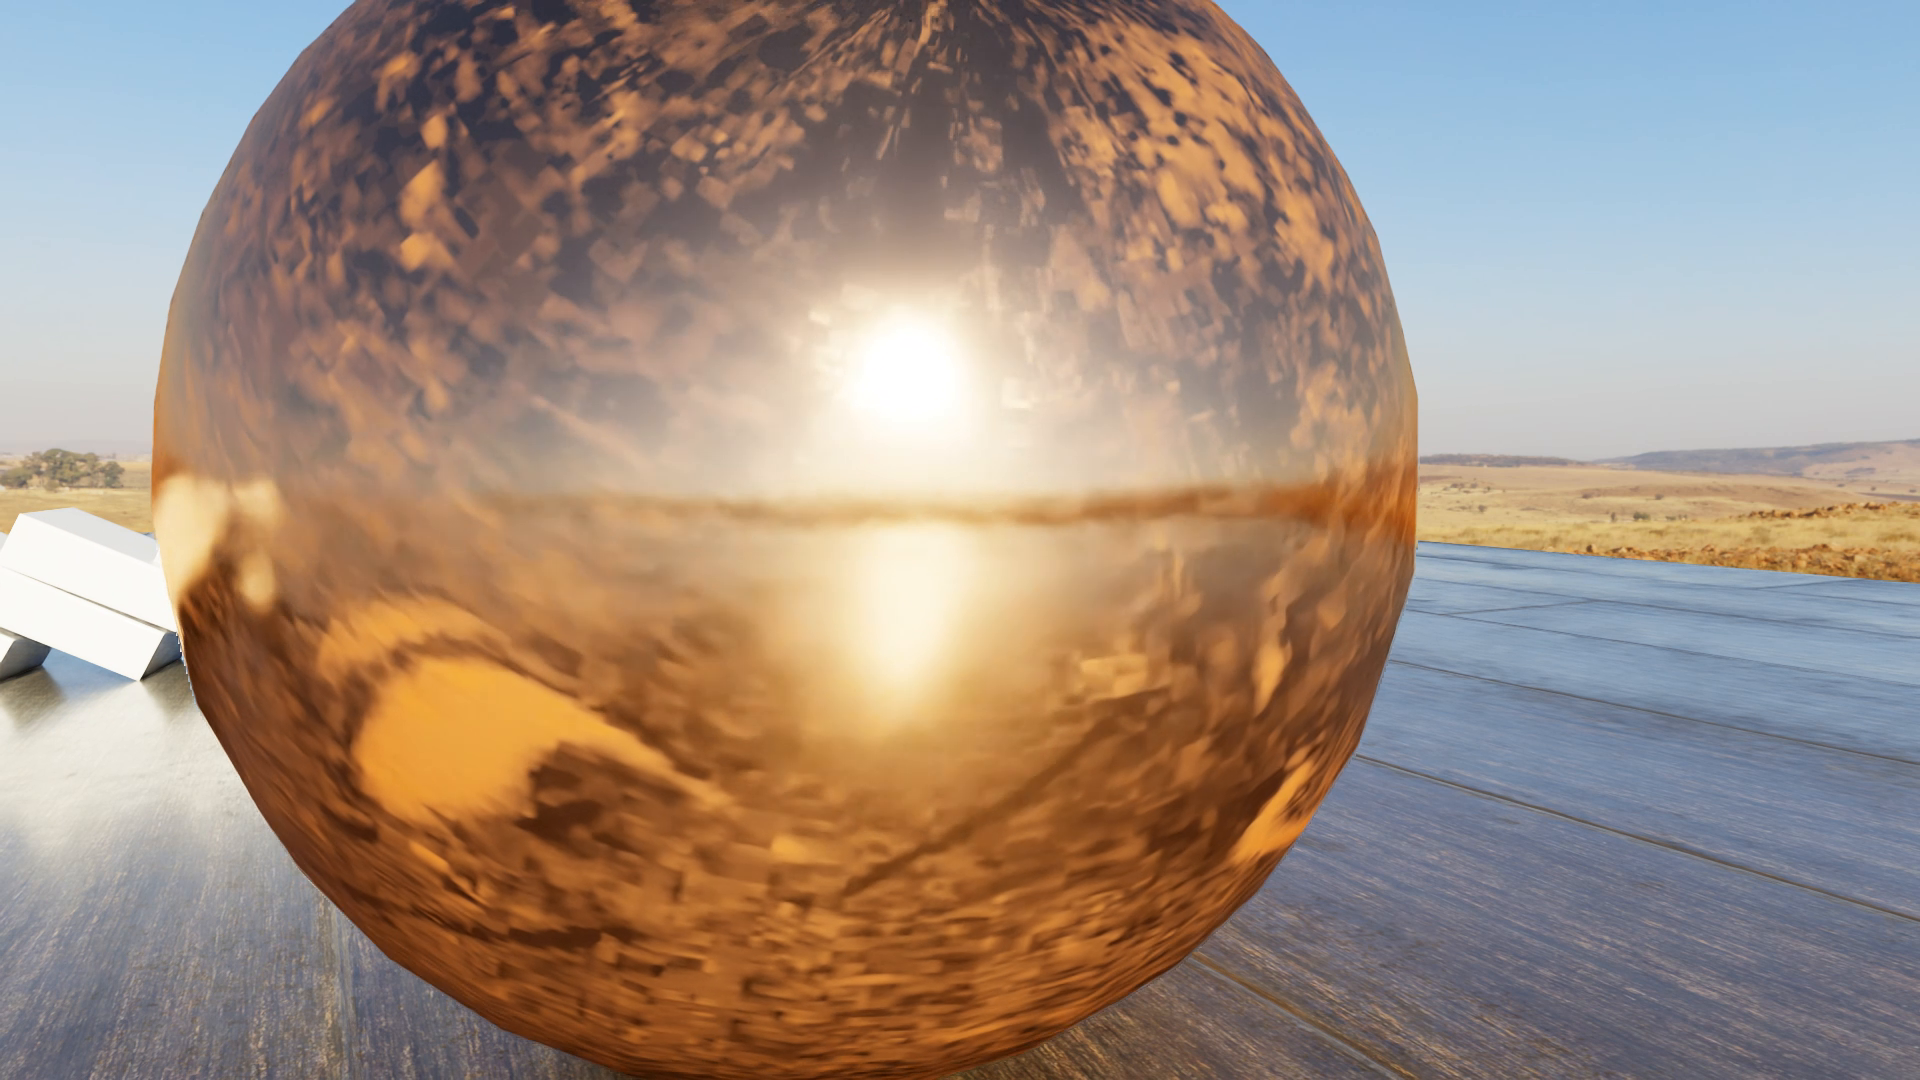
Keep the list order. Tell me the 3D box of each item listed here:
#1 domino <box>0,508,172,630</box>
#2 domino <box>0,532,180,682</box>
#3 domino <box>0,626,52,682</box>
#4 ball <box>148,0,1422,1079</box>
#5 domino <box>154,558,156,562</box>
[{"bbox_3d":[-0.148,0.009,0.243,0.050,0.009,0.025,26,-3,-17],"label":"domino"},{"bbox_3d":[-0.170,0.009,0.235,0.050,0.009,0.025,27,-4,-16],"label":"domino"},{"bbox_3d":[-0.192,0.009,0.229,0.050,0.009,0.025,30,-5,-16],"label":"domino"},{"bbox_3d":[-0.010,-0.004,0.090,0.080,0.080,0.080,0,4,0],"label":"ball"},{"bbox_3d":[-0.125,0.009,0.251,0.050,0.010,0.025,25,-1,-12],"label":"domino"}]
